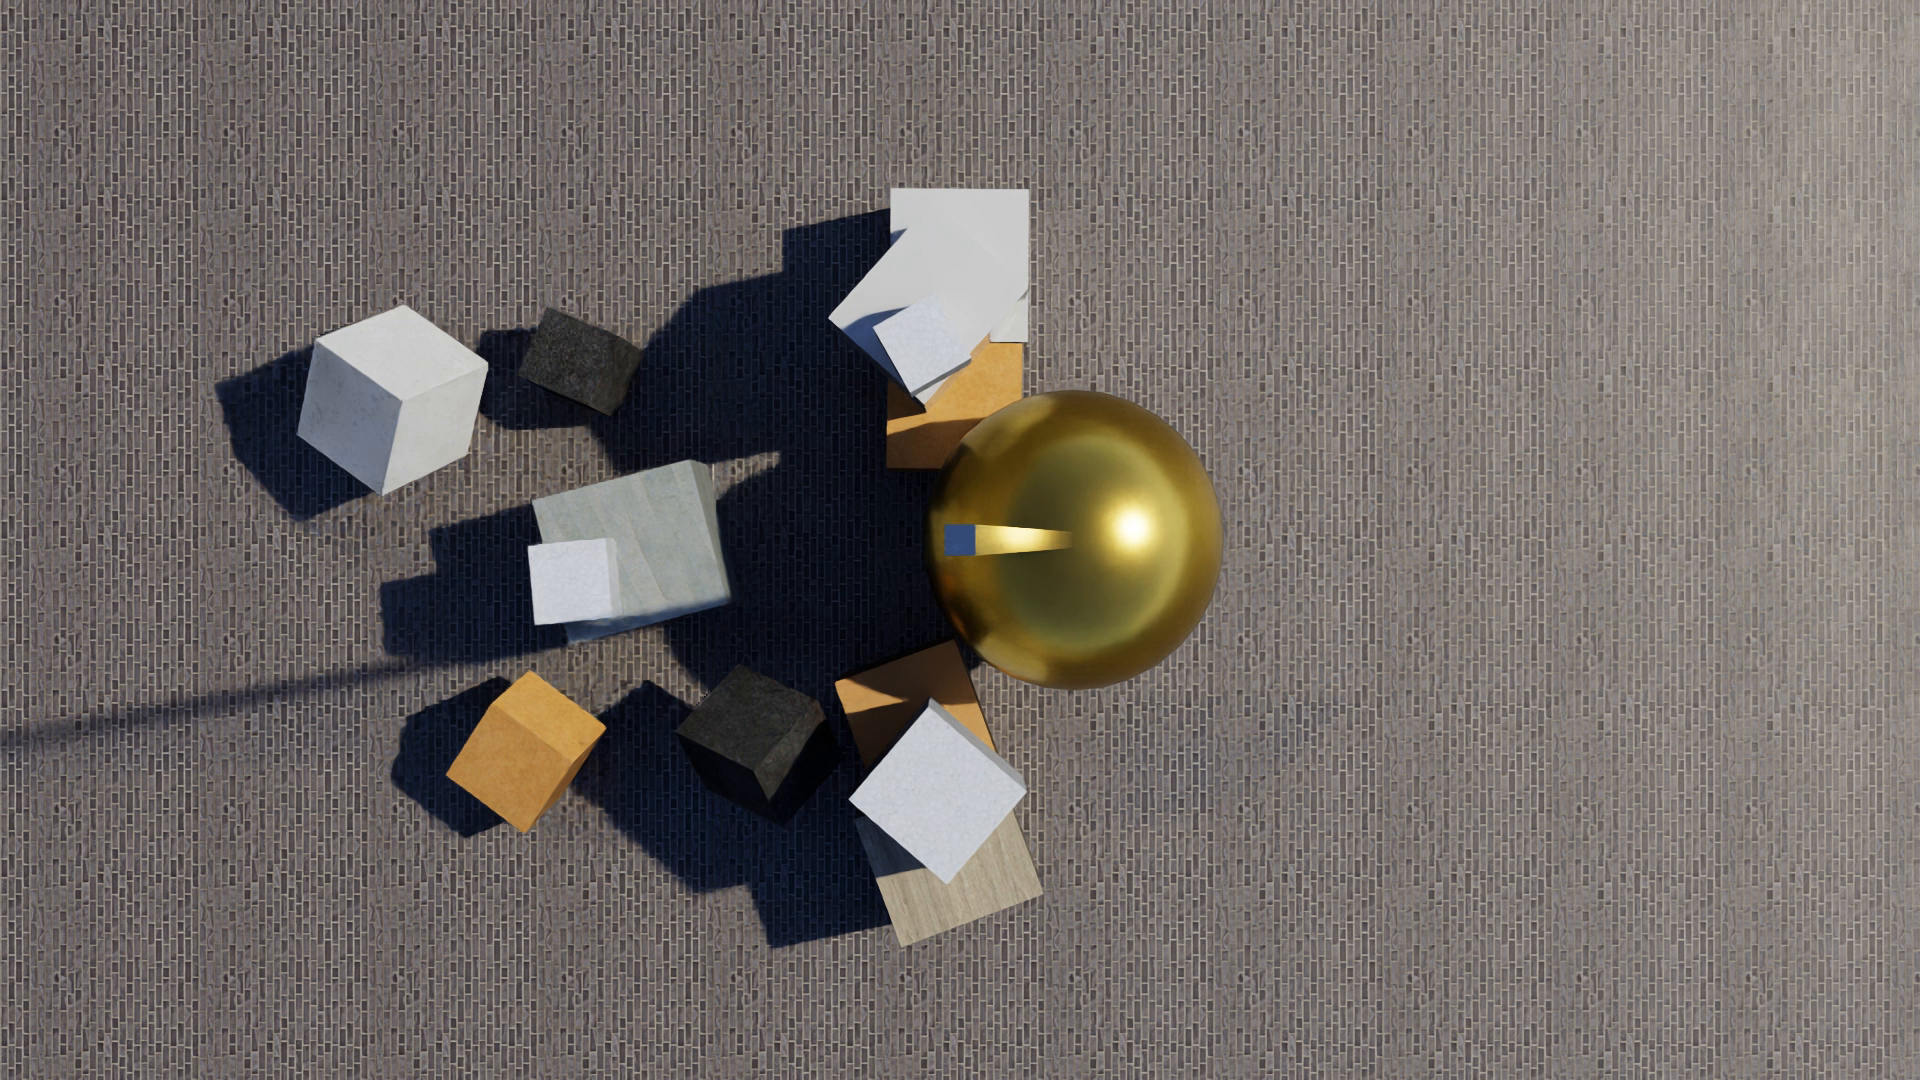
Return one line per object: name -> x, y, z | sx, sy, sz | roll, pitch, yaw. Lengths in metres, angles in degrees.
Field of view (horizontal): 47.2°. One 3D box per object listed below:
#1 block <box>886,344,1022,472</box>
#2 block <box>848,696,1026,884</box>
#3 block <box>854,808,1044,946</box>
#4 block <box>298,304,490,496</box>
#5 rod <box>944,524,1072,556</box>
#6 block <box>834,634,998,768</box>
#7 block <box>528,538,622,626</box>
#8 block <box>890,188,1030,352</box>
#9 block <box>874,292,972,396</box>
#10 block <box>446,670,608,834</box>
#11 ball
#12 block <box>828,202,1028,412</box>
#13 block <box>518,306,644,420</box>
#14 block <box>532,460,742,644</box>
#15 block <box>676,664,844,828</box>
block -> -0.032, -0.752, 12.657 | 0.750, 0.687, 0.708 | 1, 90, 0
block -> -0.117, 1.328, 11.805 | 0.678, 0.720, 0.639 | 41, 90, 0
block -> -0.062, 1.754, 12.586 | 0.841, 0.829, 0.754 | -20, 90, 0
block -> -3.209, -0.798, 12.452 | 0.658, 0.697, 0.662 | 34, 126, 16
rod -> 0.259, 0.000, 8.283 | 0.080, 5.200, 0.080 | 0, 90, 6
block -> -0.237, 1.017, 12.583 | 0.708, 0.834, 0.743 | -20, 90, 0
block -> -2.101, 0.224, 12.017 | 0.420, 0.347, 0.430 | -5, 90, 0
block -> -0.004, -1.539, 12.656 | 0.774, 0.687, 0.855 | 0, 90, 0
block -> -0.192, -1.001, 11.337 | 0.359, 0.383, 0.382 | -30, 90, 0
block -> -2.489, 1.214, 12.653 | 0.564, 0.499, 0.582 | 37, 114, 0
ball -> 0.597, 0.000, 11.666 | 1.600, 1.600, 1.600 | 0, 90, 0
block -> -0.166, -1.244, 11.921 | 0.679, 0.784, 0.820 | 42, 90, 0
block -> -2.185, -1.018, 12.709 | 0.466, 0.488, 0.431 | 23, 88, 10
block -> -1.831, 0.068, 12.595 | 0.904, 0.810, 0.829 | -15, 90, 0
block -> -1.110, 1.140, 12.239 | 0.619, 0.501, 0.546 | 21, 56, 36
